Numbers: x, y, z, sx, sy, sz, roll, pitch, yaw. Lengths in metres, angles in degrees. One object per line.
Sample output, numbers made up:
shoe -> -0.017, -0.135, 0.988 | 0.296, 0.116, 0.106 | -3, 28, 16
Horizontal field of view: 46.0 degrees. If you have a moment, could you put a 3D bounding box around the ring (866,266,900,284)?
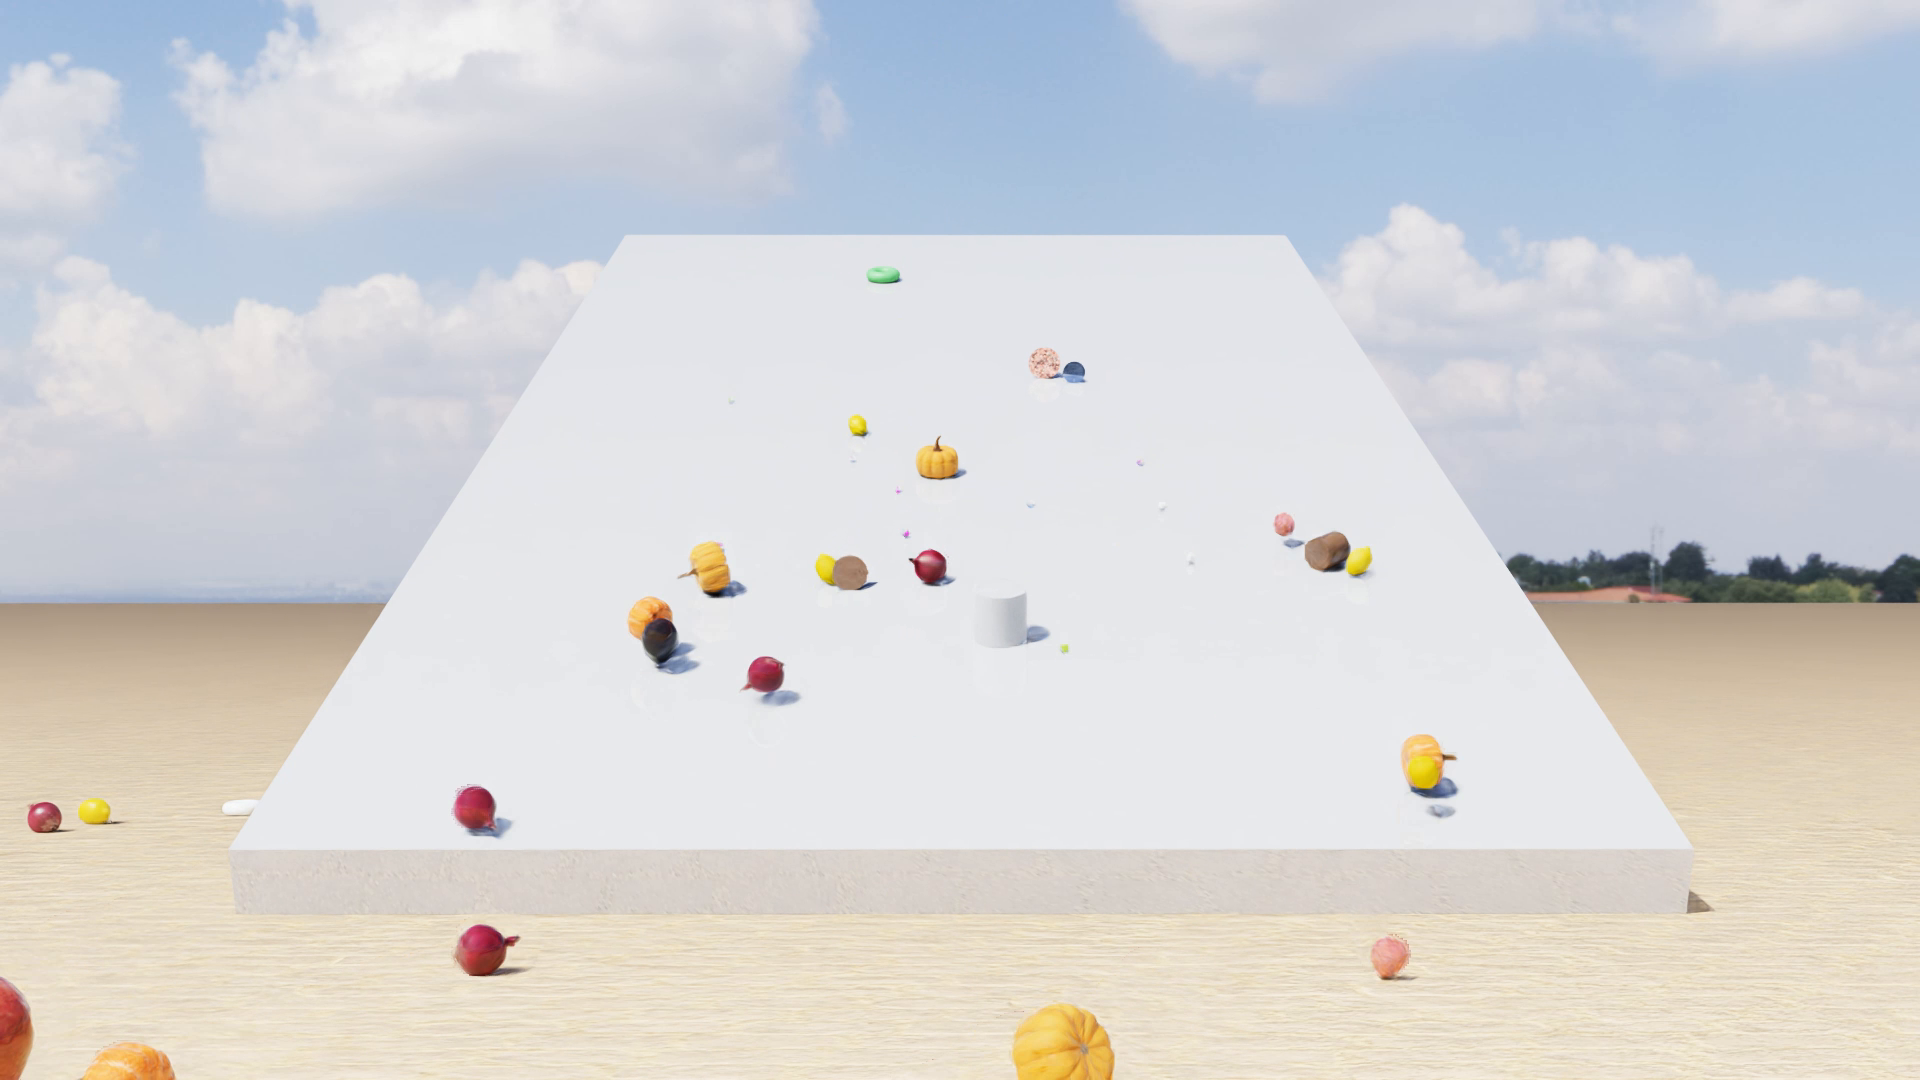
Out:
ring -> -0.213, -0.736, 6.281 | 0.094, 0.031, 0.094 | 0, 21, 0

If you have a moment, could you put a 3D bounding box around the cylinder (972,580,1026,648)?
cylinder -> 0.066, 0.123, 3.789 | 0.089, 0.089, 0.089 | 0, 20, 0

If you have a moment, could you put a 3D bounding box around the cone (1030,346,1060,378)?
cone -> 0.204, -0.413, 5.373 | 0.076, 0.076, 0.076 | 0, -11, 5

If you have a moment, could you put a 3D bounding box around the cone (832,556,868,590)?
cone -> -0.197, 0.062, 4.049 | 0.064, 0.064, 0.064 | 0, -7, -3

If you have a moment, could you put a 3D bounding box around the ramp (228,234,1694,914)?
ramp -> -0.005, -0.204, 4.986 | 2.000, 0.100, 4.000 | 0, 20, 0

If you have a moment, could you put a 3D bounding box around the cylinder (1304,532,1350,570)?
cylinder -> 0.670, 0.020, 4.125 | 0.060, 0.060, 0.060 | -19, 12, -41

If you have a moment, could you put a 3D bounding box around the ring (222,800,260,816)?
ring -> -1.441, 0.538, 4.547 | 0.081, 0.027, 0.081 | 0, 0, 0

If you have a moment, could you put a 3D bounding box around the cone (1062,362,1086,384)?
cone -> 0.271, -0.389, 5.323 | 0.052, 0.052, 0.052 | 0, -7, 7
